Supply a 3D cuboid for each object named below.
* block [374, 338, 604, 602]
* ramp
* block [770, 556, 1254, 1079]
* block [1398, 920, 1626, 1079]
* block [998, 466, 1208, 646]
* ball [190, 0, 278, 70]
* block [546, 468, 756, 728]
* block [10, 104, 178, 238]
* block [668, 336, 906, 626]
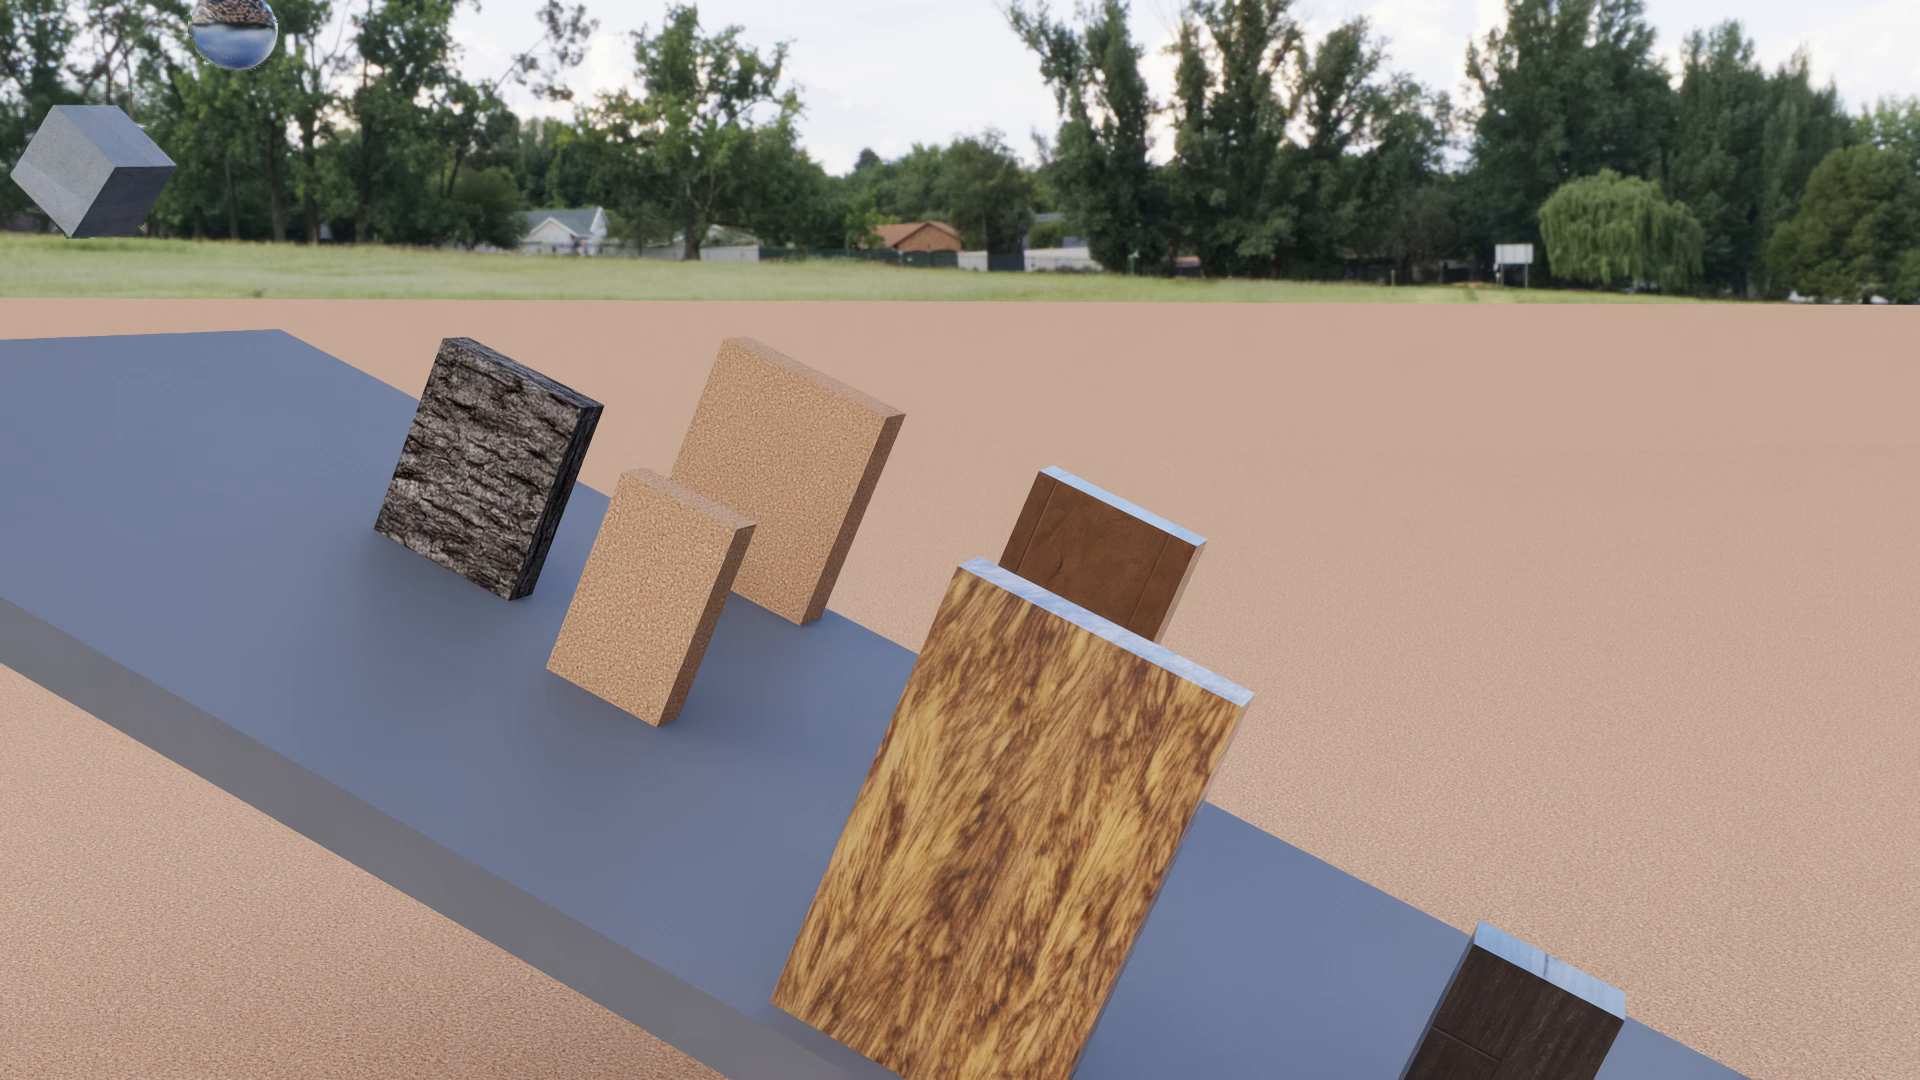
[{"bbox_3d":[-0.945,-0.144,4.403,0.329,0.423,0.099,26,13,13],"label":"block"},{"bbox_3d":[-0.283,0.490,4.181,4.000,0.100,2.000,26,13,13],"label":"ramp"},{"bbox_3d":[0.066,0.446,3.145,0.439,0.718,0.105,26,13,13],"label":"block"},{"bbox_3d":[0.821,0.855,3.423,0.244,0.441,0.131,26,13,13],"label":"block"},{"bbox_3d":[0.205,0.215,4.471,0.350,0.636,0.116,26,13,13],"label":"block"},{"bbox_3d":[-1.479,-1.044,4.484,0.168,0.168,0.168,0,7,0],"label":"ball"},{"bbox_3d":[-0.574,0.105,4.086,0.245,0.408,0.099,26,13,13],"label":"block"},{"bbox_3d":[-1.881,-0.802,4.781,0.199,0.199,0.199,44,20,8],"label":"block"},{"bbox_3d":[-0.428,-0.138,5.043,0.423,0.521,0.138,26,13,13],"label":"block"}]
